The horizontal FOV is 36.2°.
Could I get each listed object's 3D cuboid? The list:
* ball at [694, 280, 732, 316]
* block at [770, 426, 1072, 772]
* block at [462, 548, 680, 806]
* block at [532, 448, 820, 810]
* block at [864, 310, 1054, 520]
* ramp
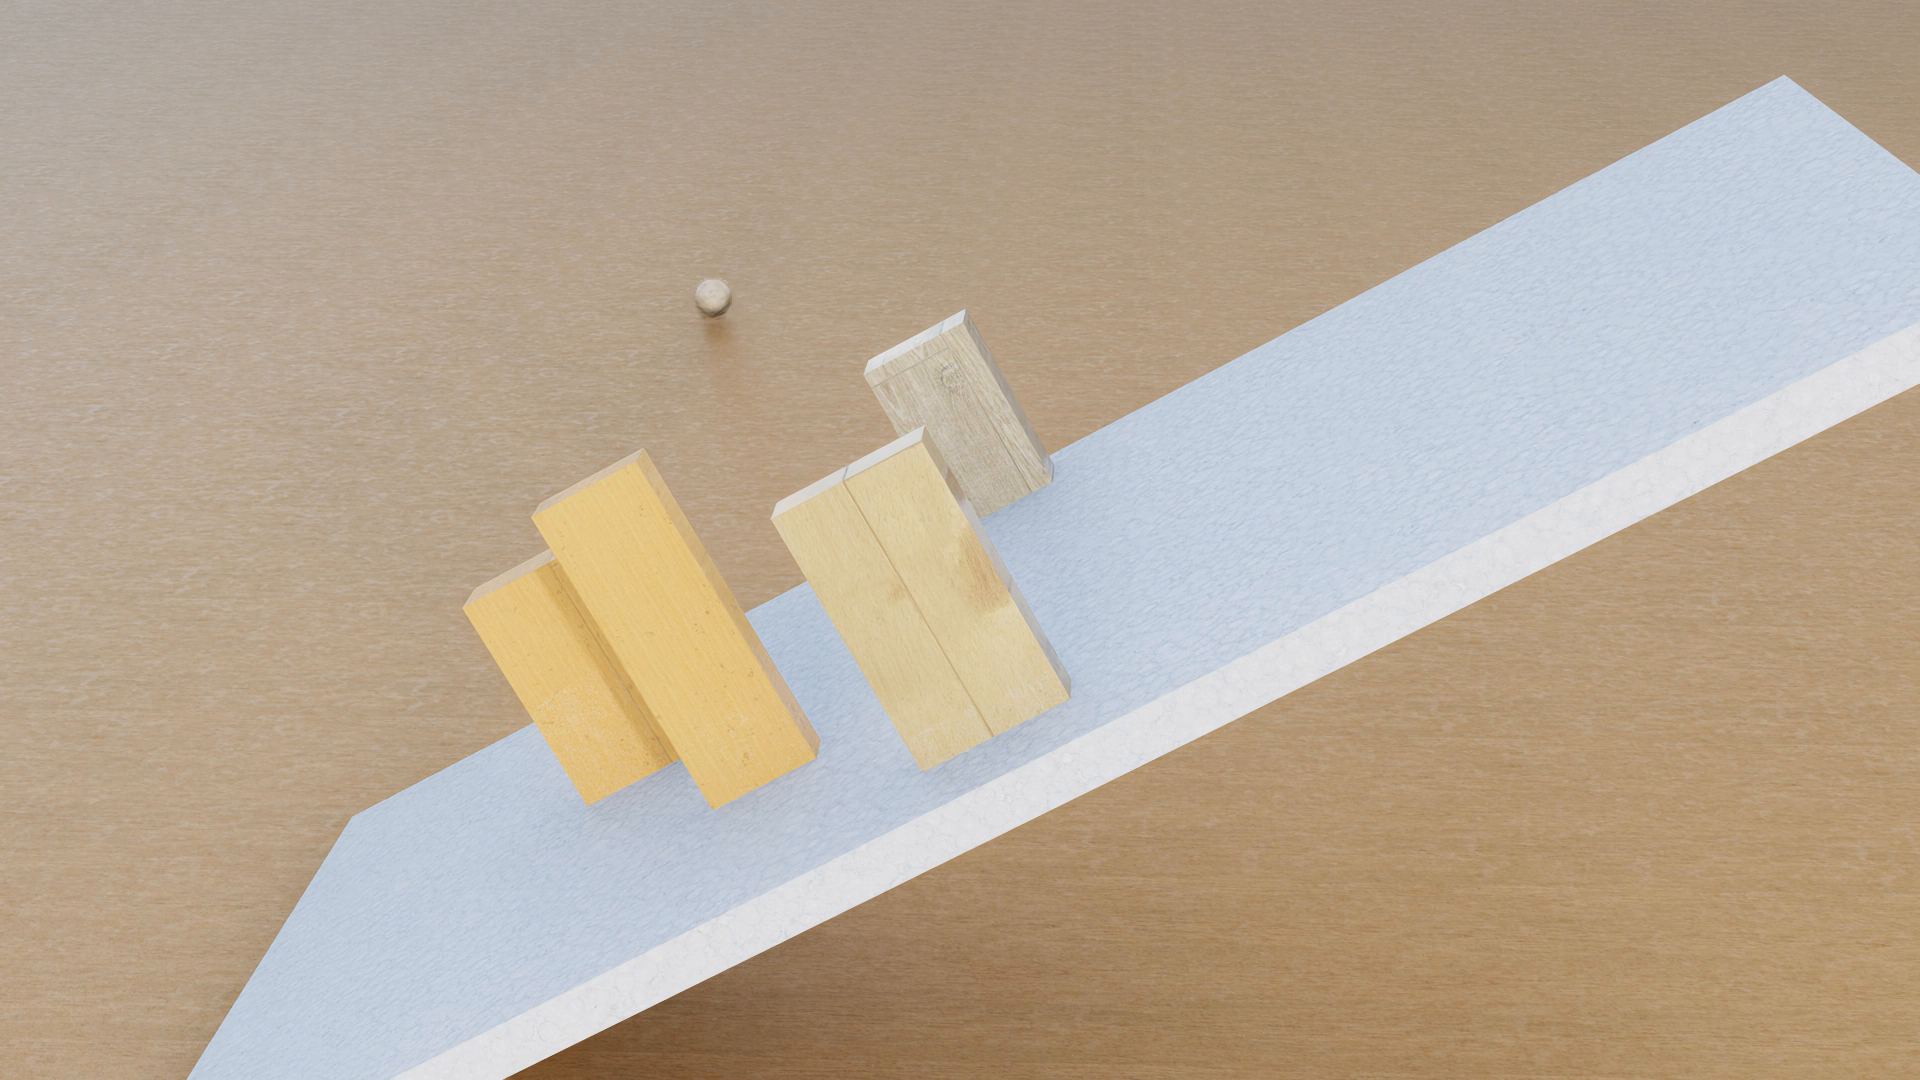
[{"bbox_3d":[-1.107,-1.084,13.179,0.168,0.168,0.168,0,18,0],"label":"ball"},{"bbox_3d":[-0.068,0.113,5.513,0.319,0.571,0.102,-27,14,11],"label":"block"},{"bbox_3d":[-0.781,0.261,6.513,0.398,0.529,0.136,-27,14,11],"label":"block"},{"bbox_3d":[-0.571,0.185,5.974,0.246,0.716,0.097,-27,14,11],"label":"block"},{"bbox_3d":[0.001,-0.284,7.008,0.267,0.440,0.137,-27,14,11],"label":"block"},{"bbox_3d":[0.142,0.167,6.283,4.000,0.100,2.000,-27,14,11],"label":"ramp"}]
